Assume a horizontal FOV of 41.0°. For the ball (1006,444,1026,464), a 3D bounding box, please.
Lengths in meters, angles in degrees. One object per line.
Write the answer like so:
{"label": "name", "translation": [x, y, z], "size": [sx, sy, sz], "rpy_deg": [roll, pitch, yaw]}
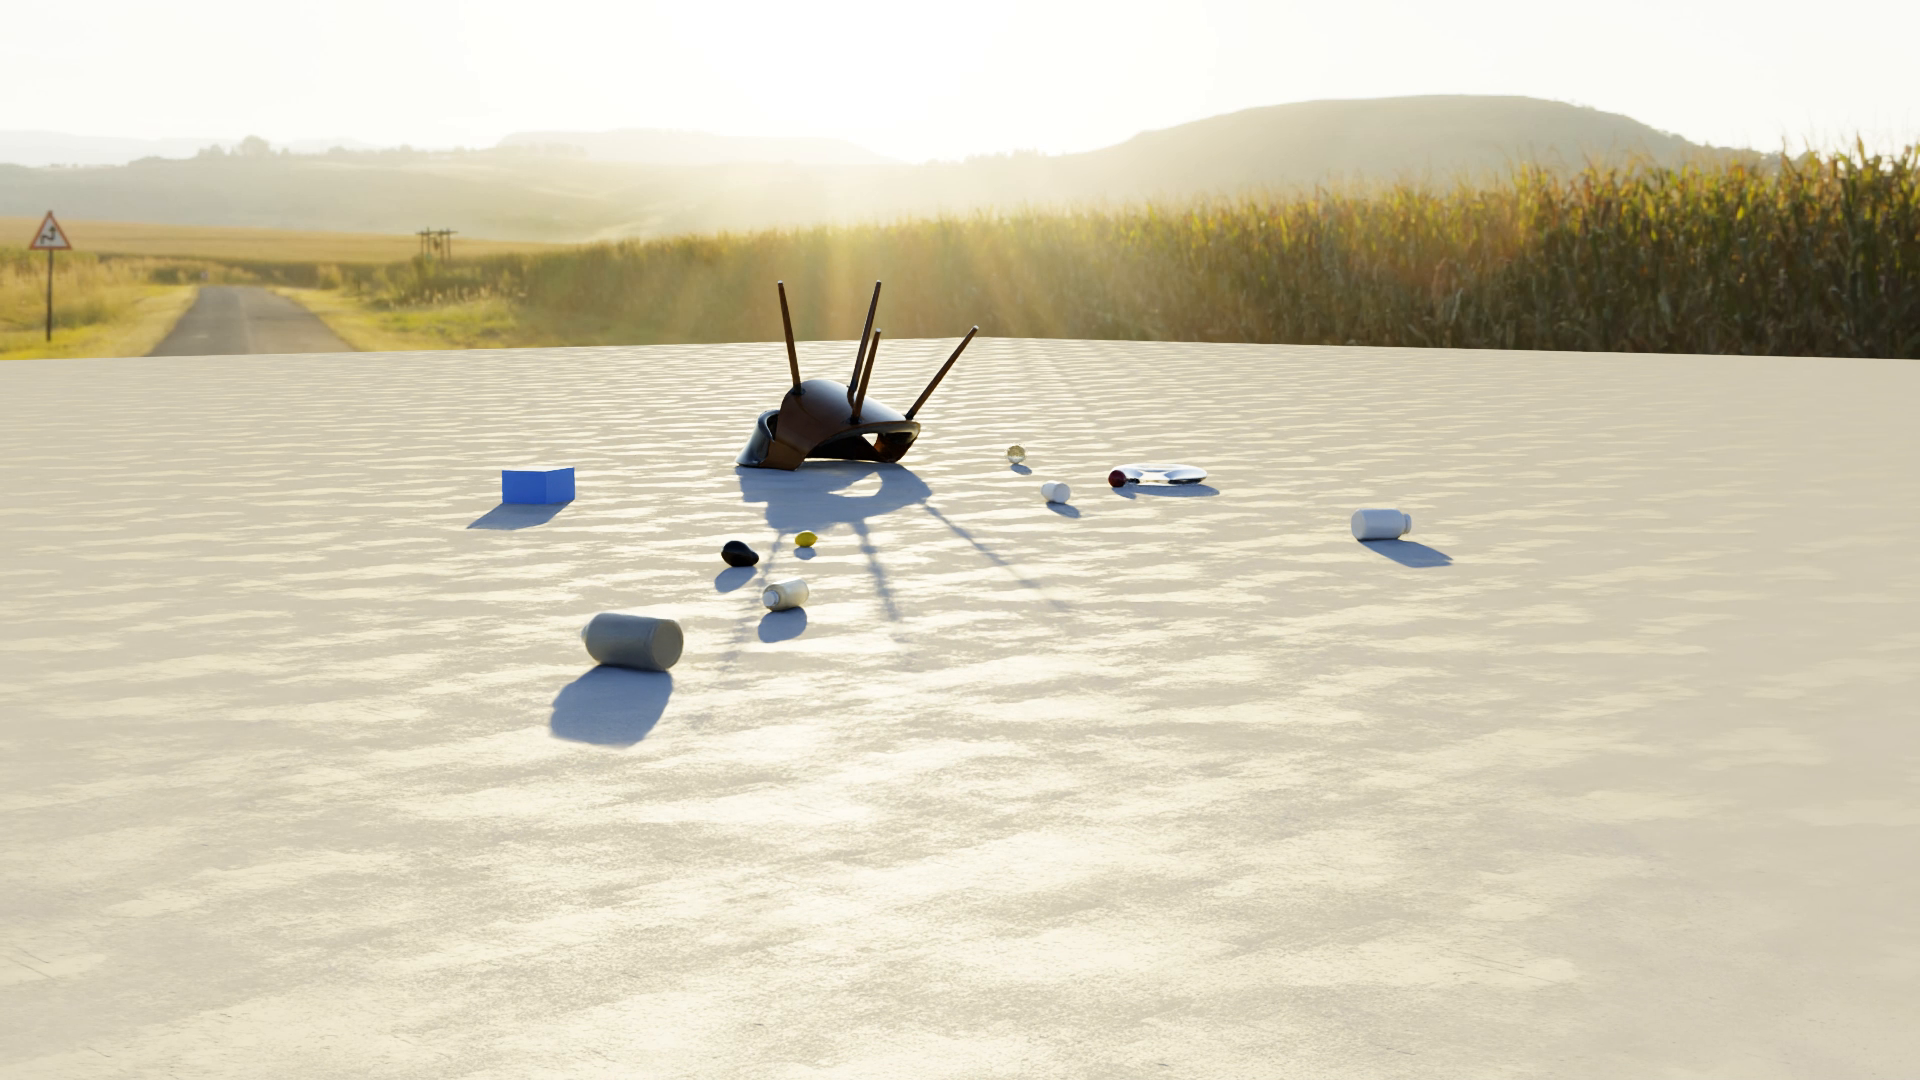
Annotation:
{"label": "ball", "translation": [0.197, -0.301, 9.006], "size": [0.067, 0.067, 0.067], "rpy_deg": [0, 6, 0]}

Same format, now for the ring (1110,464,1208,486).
{"label": "ring", "translation": [0.633, -0.209, 8.182], "size": [0.258, 0.053, 0.363], "rpy_deg": [-5, 7, -38]}

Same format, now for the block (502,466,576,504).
{"label": "block", "translation": [-1.234, -0.162, 7.517], "size": [0.143, 0.096, 0.181], "rpy_deg": [2, 6, 19]}
